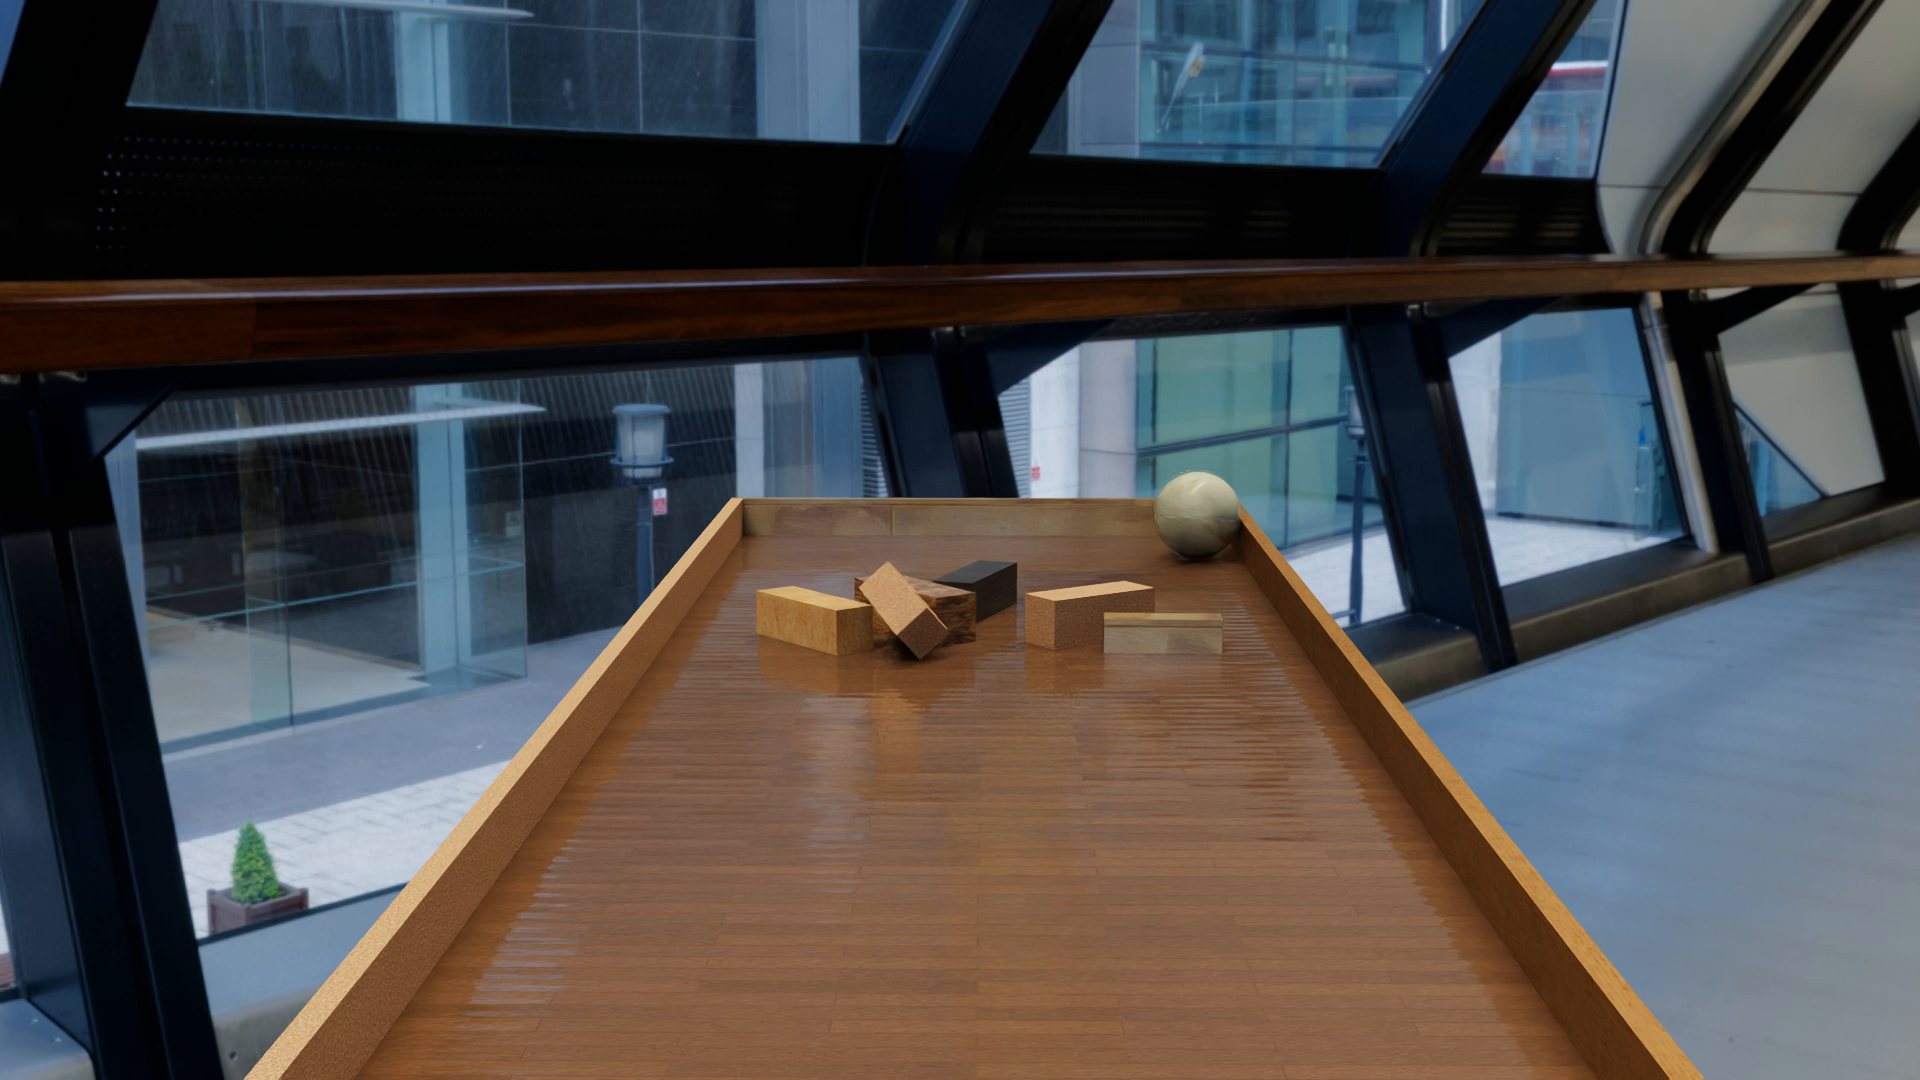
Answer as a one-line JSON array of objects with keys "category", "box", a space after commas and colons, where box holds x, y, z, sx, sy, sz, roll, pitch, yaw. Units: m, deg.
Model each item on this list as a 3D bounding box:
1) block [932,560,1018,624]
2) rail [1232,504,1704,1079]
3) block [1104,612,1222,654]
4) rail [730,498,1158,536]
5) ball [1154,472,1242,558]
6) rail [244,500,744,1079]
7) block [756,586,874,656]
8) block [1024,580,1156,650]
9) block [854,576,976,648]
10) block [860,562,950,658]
[{"category": "block", "box": [0.053, 0.176, 7.448, 0.141, 0.141, 0.442, 3, 10, 21]}, {"category": "rail", "box": [1.046, 0.843, 3.208, 0.050, 0.150, 12.000, 0, 9, 1]}, {"category": "block", "box": [0.629, 0.290, 6.840, 0.364, 0.107, 0.107, 0, 9, 3]}, {"category": "rail", "box": [0.099, -0.098, 9.147, 2.100, 0.150, 0.050, 0, 9, 1]}, {"category": "ball", "box": [0.923, -0.097, 8.541, 0.338, 0.338, 0.338, 0, 9, 0]}, {"category": "rail", "box": [-1.004, 0.839, 3.234, 0.050, 0.150, 12.000, 0, 9, 1]}, {"category": "block", "box": [-0.463, 0.252, 6.968, 0.141, 0.141, 0.437, -7, 12, -39]}, {"category": "block", "box": [0.416, 0.238, 7.013, 0.403, 0.155, 0.155, -6, 11, -34]}, {"category": "block", "box": [-0.148, 0.223, 7.101, 0.157, 0.157, 0.448, -7, 11, -37]}, {"category": "block", "box": [-0.175, 0.216, 6.817, 0.124, 0.124, 0.349, -42, 33, 0]}]
